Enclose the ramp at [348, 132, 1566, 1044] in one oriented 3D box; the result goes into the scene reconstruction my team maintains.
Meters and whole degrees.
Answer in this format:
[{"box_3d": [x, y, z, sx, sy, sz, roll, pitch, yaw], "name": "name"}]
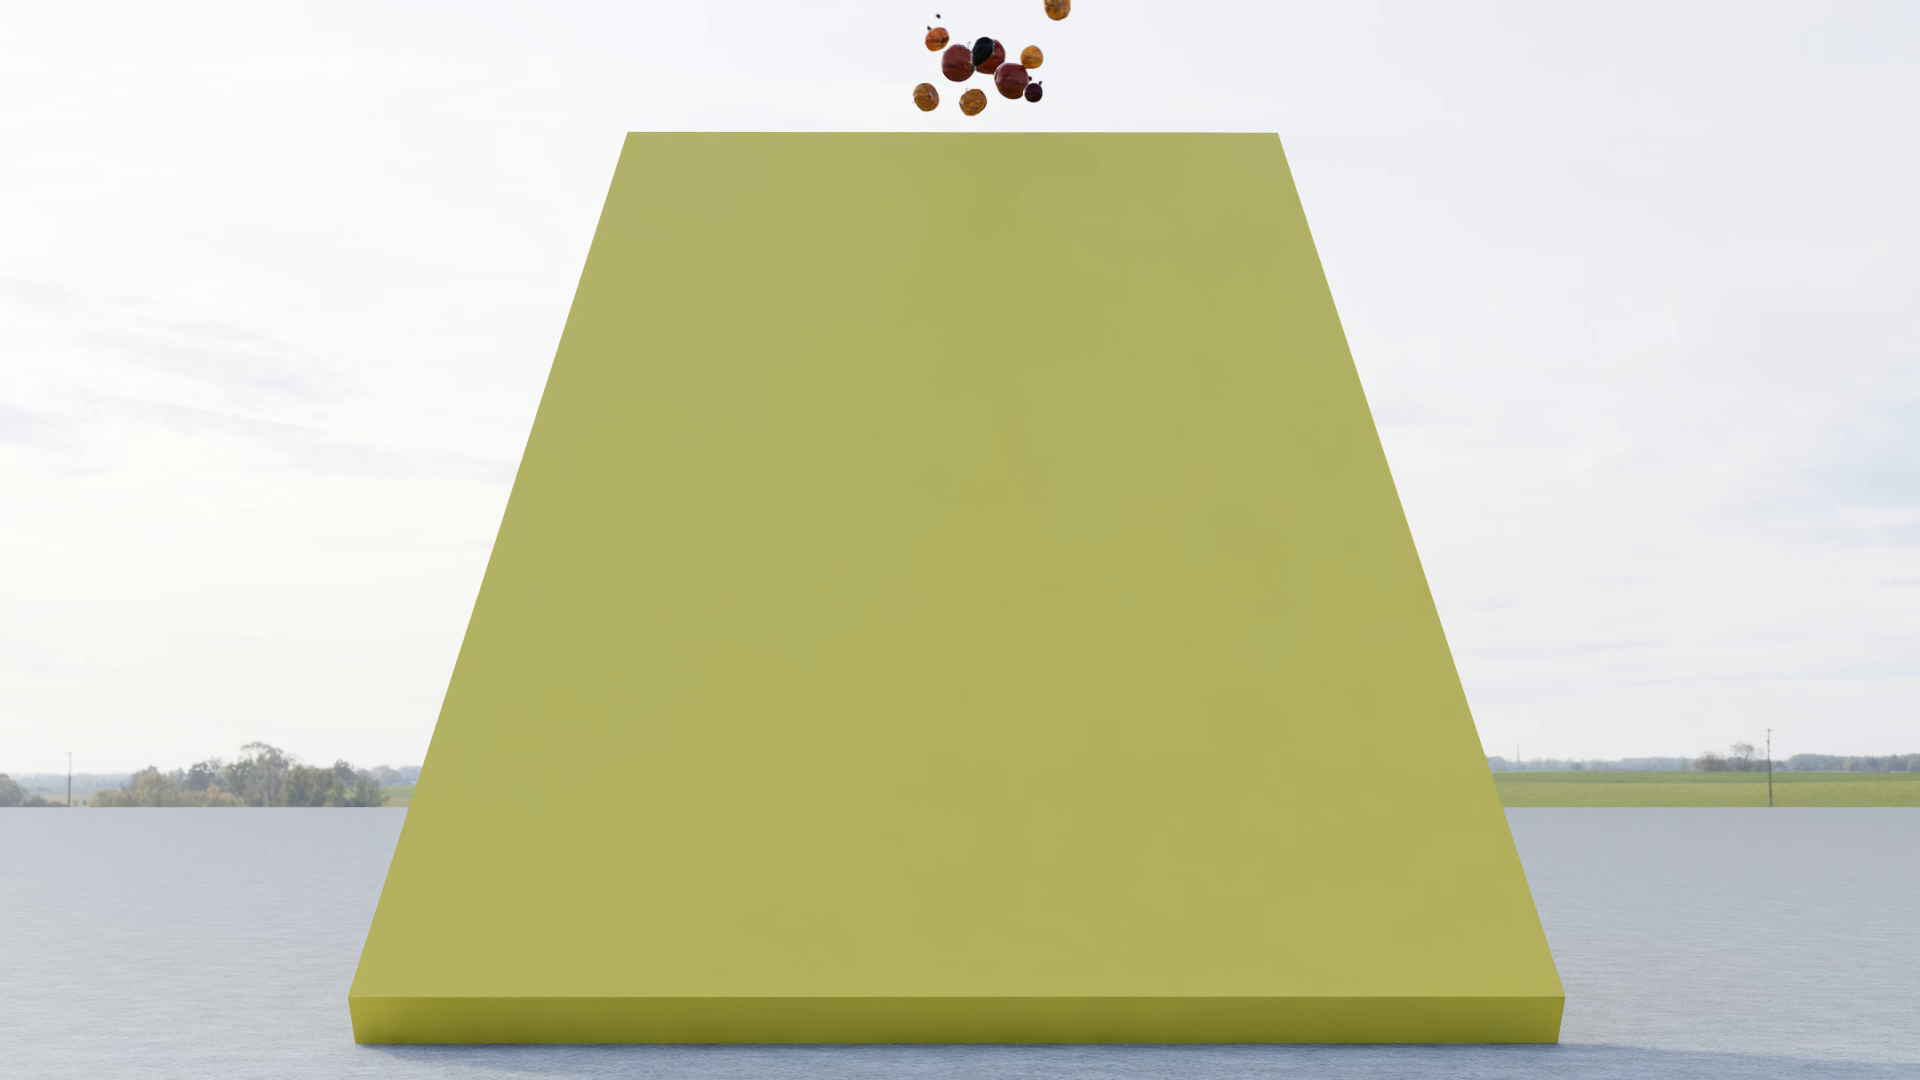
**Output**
[{"box_3d": [-0.013, -0.209, 5.726, 2.000, 0.100, 4.000, 0, 30, 0], "name": "ramp"}]
